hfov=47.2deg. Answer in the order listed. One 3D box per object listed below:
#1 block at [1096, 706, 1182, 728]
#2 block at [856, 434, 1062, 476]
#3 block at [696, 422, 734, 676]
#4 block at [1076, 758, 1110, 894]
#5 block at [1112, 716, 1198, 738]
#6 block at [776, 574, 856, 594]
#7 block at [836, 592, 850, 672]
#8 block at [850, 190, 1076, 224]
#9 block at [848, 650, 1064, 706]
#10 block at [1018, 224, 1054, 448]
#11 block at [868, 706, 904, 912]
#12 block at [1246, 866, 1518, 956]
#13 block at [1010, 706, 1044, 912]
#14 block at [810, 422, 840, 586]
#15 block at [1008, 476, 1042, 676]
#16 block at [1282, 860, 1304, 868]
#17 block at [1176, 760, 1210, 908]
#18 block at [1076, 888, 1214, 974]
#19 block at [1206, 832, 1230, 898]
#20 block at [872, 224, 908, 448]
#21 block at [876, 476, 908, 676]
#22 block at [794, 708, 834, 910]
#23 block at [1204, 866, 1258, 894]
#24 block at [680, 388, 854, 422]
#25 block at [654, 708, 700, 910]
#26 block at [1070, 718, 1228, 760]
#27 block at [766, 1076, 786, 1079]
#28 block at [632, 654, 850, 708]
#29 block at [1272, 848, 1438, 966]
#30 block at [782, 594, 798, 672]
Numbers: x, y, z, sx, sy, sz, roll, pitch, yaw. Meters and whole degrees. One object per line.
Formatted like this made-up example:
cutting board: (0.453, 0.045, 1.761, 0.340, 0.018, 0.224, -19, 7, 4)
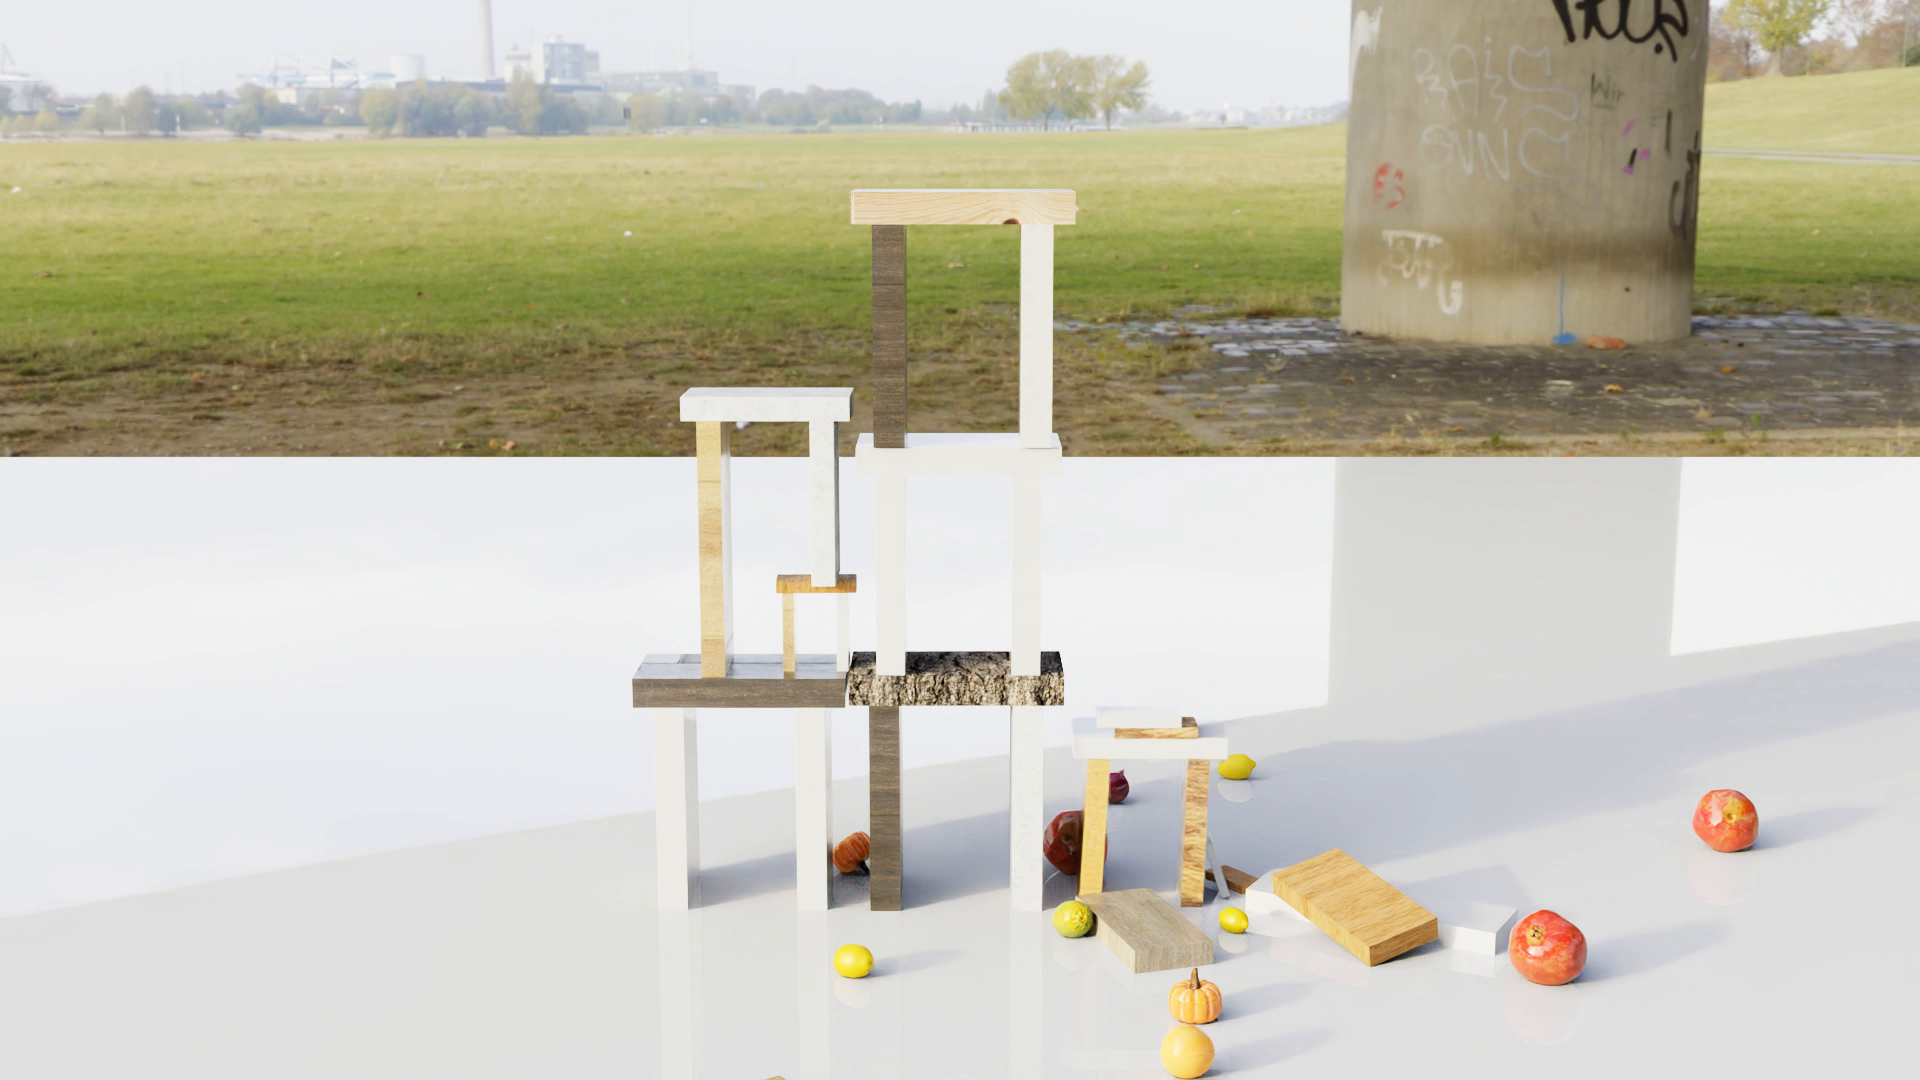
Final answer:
block: (0.289, 0.288, 3.574, 0.135, 0.019, 0.068, 0, 11, 0)
block: (-0.002, -0.138, 3.534, 0.323, 0.046, 0.162, 0, 11, 0)
block: (-0.395, 0.004, 3.557, 0.038, 0.413, 0.133, 0, 11, 0)
block: (0.220, 0.467, 3.642, 0.035, 0.249, 0.125, 3, 11, 0)
block: (0.318, 0.305, 3.584, 0.135, 0.019, 0.068, 0, 11, 1)
block: (-0.233, 0.071, 3.572, 0.130, 0.018, 0.065, 0, 11, -2)
block: (-0.190, 0.143, 3.586, 0.018, 0.130, 0.065, 0, 11, 0)
block: (0.004, -0.525, 3.460, 0.346, 0.049, 0.173, 0, 11, 0)
block: (-0.006, 0.226, 3.603, 0.346, 0.049, 0.173, 0, 11, 0)
block: (0.120, -0.330, 3.495, 0.049, 0.346, 0.173, 0, 11, 0)
block: (-0.121, 0.420, 3.640, 0.049, 0.346, 0.173, 0, 11, 0)
block: (0.677, 0.595, 3.543, 0.412, 0.036, 0.129, 6, 12, 29)
block: (0.109, 0.420, 3.640, 0.049, 0.346, 0.173, 0, 11, 0)
block: (-0.217, -0.068, 3.544, 0.038, 0.266, 0.133, 0, 11, 0)
block: (0.105, 0.043, 3.568, 0.046, 0.323, 0.162, 0, 11, 0)
block: (0.572, 0.568, 3.748, 0.049, 0.014, 0.099, 5, 12, 24)
block: (0.386, 0.468, 3.642, 0.035, 0.249, 0.125, 2, 11, 2)
block: (0.286, 0.611, 3.456, 0.129, 0.036, 0.257, -3, 11, -17)
block: (0.426, 0.541, 3.661, 0.014, 0.099, 0.050, -18, 9, 6)
block: (-0.111, -0.331, 3.496, 0.049, 0.347, 0.173, 0, 11, 0)
block: (-0.110, 0.043, 3.568, 0.046, 0.323, 0.162, 0, 11, 0)
block: (-0.241, 0.421, 3.642, 0.048, 0.341, 0.171, 0, 11, 0)
block: (0.463, 0.574, 3.718, 0.050, 0.014, 0.099, -7, 13, -33)
block: (-0.306, -0.217, 3.515, 0.266, 0.038, 0.133, 0, 11, 0)
block: (-0.468, 0.421, 3.642, 0.048, 0.341, 0.171, 0, 11, 0)
block: (0.309, 0.326, 3.622, 0.249, 0.035, 0.125, 0, 11, 0)
block: (-0.275, 0.732, 2.854, 0.135, 0.019, 0.067, -7, 13, -35)
block: (-0.354, 0.230, 3.607, 0.341, 0.048, 0.171, 0, 11, 0)
block: (0.621, 0.576, 3.471, 0.129, 0.036, 0.257, -18, 25, -22)
block: (-0.277, 0.143, 3.587, 0.018, 0.130, 0.065, 0, 11, 0)
